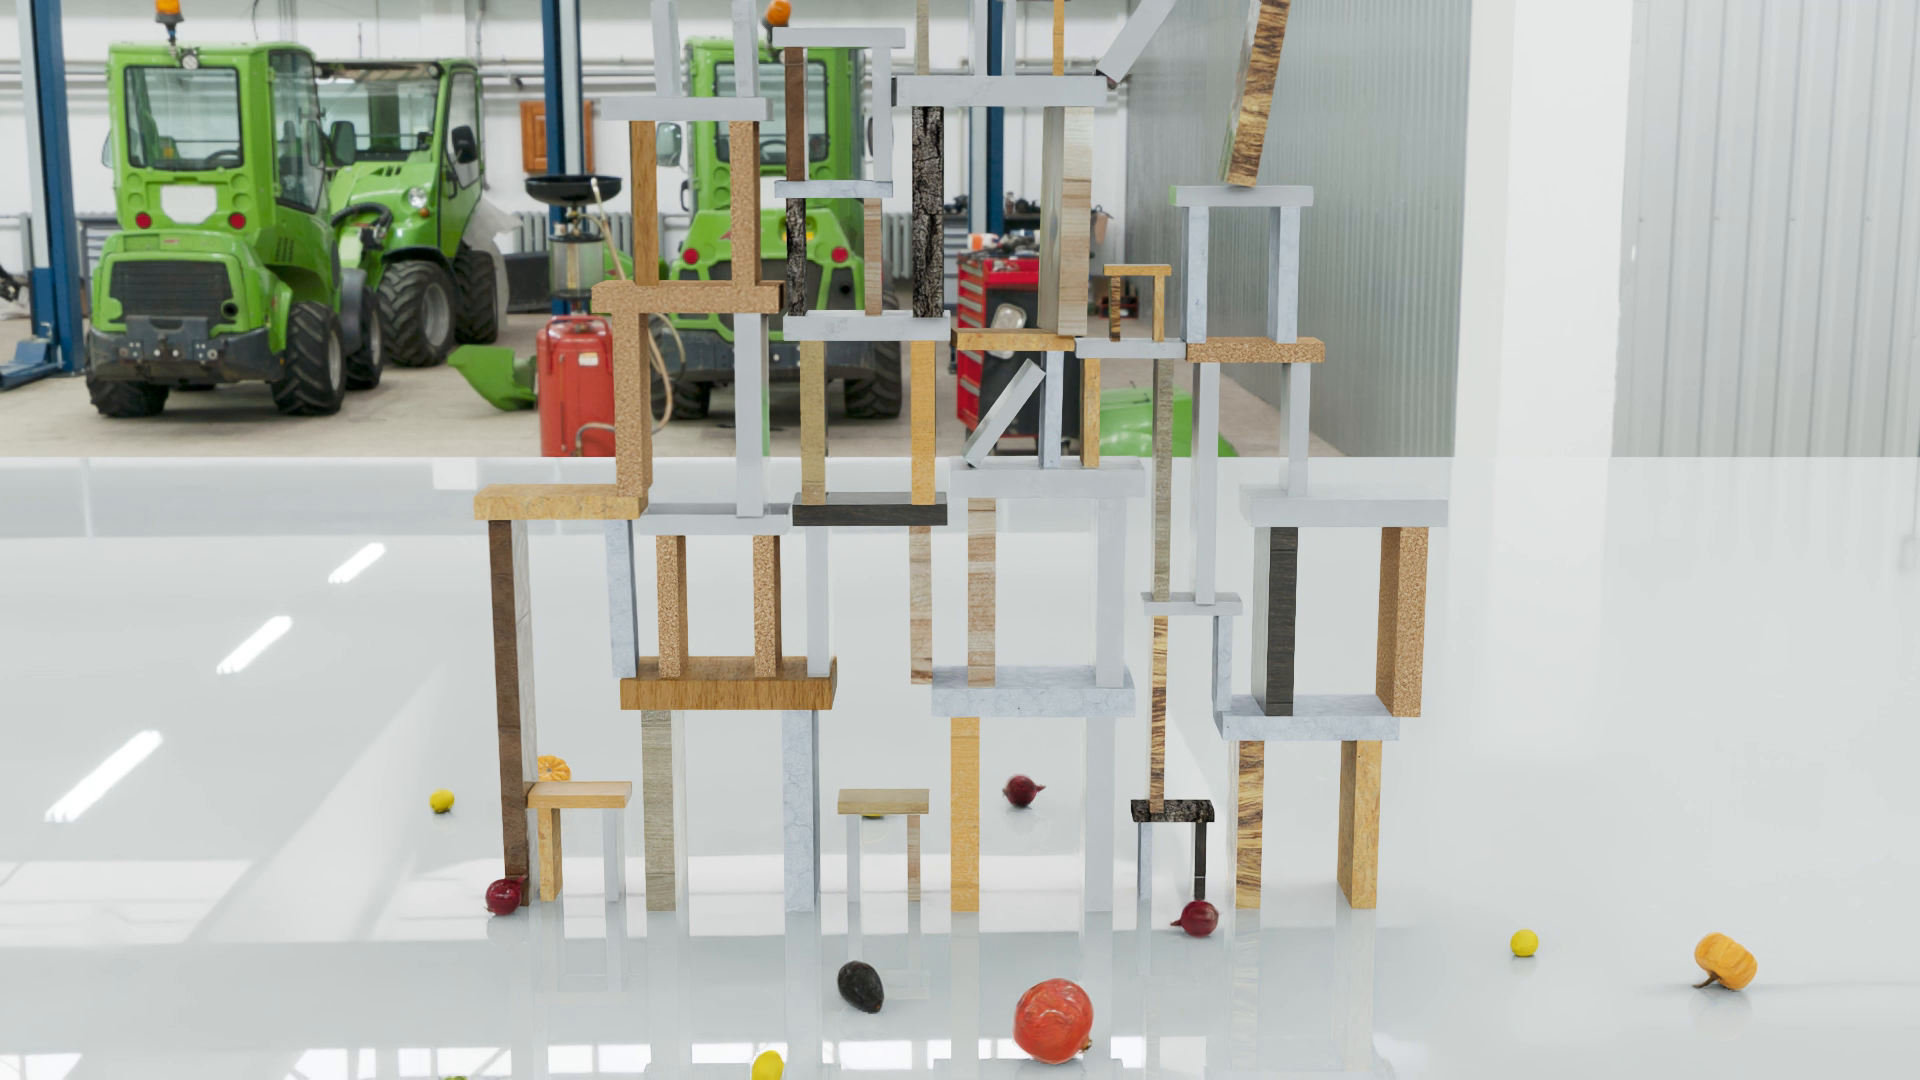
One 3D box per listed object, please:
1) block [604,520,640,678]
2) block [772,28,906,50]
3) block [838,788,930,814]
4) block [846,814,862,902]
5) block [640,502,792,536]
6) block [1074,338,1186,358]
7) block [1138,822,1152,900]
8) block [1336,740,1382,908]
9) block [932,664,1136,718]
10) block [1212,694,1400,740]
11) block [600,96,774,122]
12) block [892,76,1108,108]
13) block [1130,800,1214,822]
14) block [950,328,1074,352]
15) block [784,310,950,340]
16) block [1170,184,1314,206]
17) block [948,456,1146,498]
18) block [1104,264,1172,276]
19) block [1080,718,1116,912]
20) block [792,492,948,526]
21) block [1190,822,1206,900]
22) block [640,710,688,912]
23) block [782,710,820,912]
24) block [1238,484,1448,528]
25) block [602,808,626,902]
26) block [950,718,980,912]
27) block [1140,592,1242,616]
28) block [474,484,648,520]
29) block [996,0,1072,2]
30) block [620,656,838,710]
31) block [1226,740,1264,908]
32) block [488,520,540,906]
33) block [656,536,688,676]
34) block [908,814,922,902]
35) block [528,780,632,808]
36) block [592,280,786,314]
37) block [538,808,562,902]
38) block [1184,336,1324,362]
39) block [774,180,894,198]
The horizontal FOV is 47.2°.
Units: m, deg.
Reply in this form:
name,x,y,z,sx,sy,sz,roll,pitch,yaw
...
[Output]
name,x,y,z,sx,sy,sz,roll,pitch,yaw
block,-0.549,0.082,3.577,0.037,0.259,0.130,-2,11,-5
block,-0.186,-0.779,3.415,0.203,0.029,0.102,0,11,-2
block,-0.126,0.433,3.639,0.149,0.021,0.075,0,11,0
block,-0.176,0.517,3.655,0.021,0.149,0.075,0,11,0
block,-0.392,-0.034,3.554,0.232,0.033,0.116,0,11,0
block,0.270,-0.307,3.510,0.173,0.024,0.086,0,11,0
block,0.308,0.524,3.661,0.019,0.133,0.067,0,11,0
block,0.661,0.450,3.642,0.040,0.284,0.142,0,11,0
block,0.117,0.247,3.602,0.327,0.046,0.163,0,11,0
block,0.566,0.291,3.613,0.284,0.040,0.142,0,11,0
block,-0.423,-0.673,3.435,0.253,0.036,0.126,0,11,1
block,0.058,-0.700,3.433,0.322,0.046,0.161,-1,11,-5
block,0.352,0.449,3.647,0.133,0.019,0.067,0,11,0
block,0.082,-0.319,3.493,0.185,0.026,0.093,0,11,-7
block,-0.146,-0.342,3.499,0.261,0.037,0.131,0,11,0
block,0.441,-0.542,3.459,0.212,0.030,0.106,0,11,-1
block,0.137,-0.103,3.546,0.309,0.044,0.154,0,11,-1
block,0.280,-0.429,3.487,0.104,0.015,0.052,0,11,1
block,0.226,0.430,3.635,0.046,0.327,0.163,0,11,0
block,-0.145,-0.051,3.557,0.247,0.035,0.123,0,11,-1
block,0.397,0.524,3.661,0.019,0.133,0.067,0,11,0
block,-0.488,0.423,3.639,0.048,0.338,0.169,0,11,0
block,-0.262,0.423,3.639,0.048,0.338,0.169,0,11,0
block,0.615,-0.056,3.550,0.311,0.044,0.155,0,11,0
block,-0.575,0.511,3.658,0.023,0.159,0.080,0,11,0
block,0.008,0.430,3.635,0.046,0.327,0.163,0,11,0
block,0.376,0.103,3.581,0.158,0.022,0.079,0,11,0
block,-0.640,-0.062,3.543,0.259,0.037,0.130,0,10,-1
block,0.115,-0.842,3.399,0.115,0.016,0.058,0,11,2
block,-0.375,0.234,3.604,0.338,0.048,0.169,0,11,0
block,0.471,0.450,3.642,0.040,0.284,0.142,0,11,0
block,-0.729,0.272,3.614,0.037,0.646,0.130,0,11,0
block,-0.468,0.096,3.578,0.033,0.232,0.116,0,11,0
block,-0.076,0.517,3.655,0.021,0.149,0.075,0,11,0
block,-0.628,0.422,3.642,0.159,0.023,0.080,0,11,0
block,-0.428,-0.387,3.490,0.290,0.041,0.145,0,11,0
block,-0.682,0.511,3.658,0.023,0.159,0.080,0,11,0
block,0.465,-0.303,3.502,0.214,0.030,0.107,0,11,-1
block,-0.198,-0.553,3.463,0.183,0.026,0.091,0,11,-1
